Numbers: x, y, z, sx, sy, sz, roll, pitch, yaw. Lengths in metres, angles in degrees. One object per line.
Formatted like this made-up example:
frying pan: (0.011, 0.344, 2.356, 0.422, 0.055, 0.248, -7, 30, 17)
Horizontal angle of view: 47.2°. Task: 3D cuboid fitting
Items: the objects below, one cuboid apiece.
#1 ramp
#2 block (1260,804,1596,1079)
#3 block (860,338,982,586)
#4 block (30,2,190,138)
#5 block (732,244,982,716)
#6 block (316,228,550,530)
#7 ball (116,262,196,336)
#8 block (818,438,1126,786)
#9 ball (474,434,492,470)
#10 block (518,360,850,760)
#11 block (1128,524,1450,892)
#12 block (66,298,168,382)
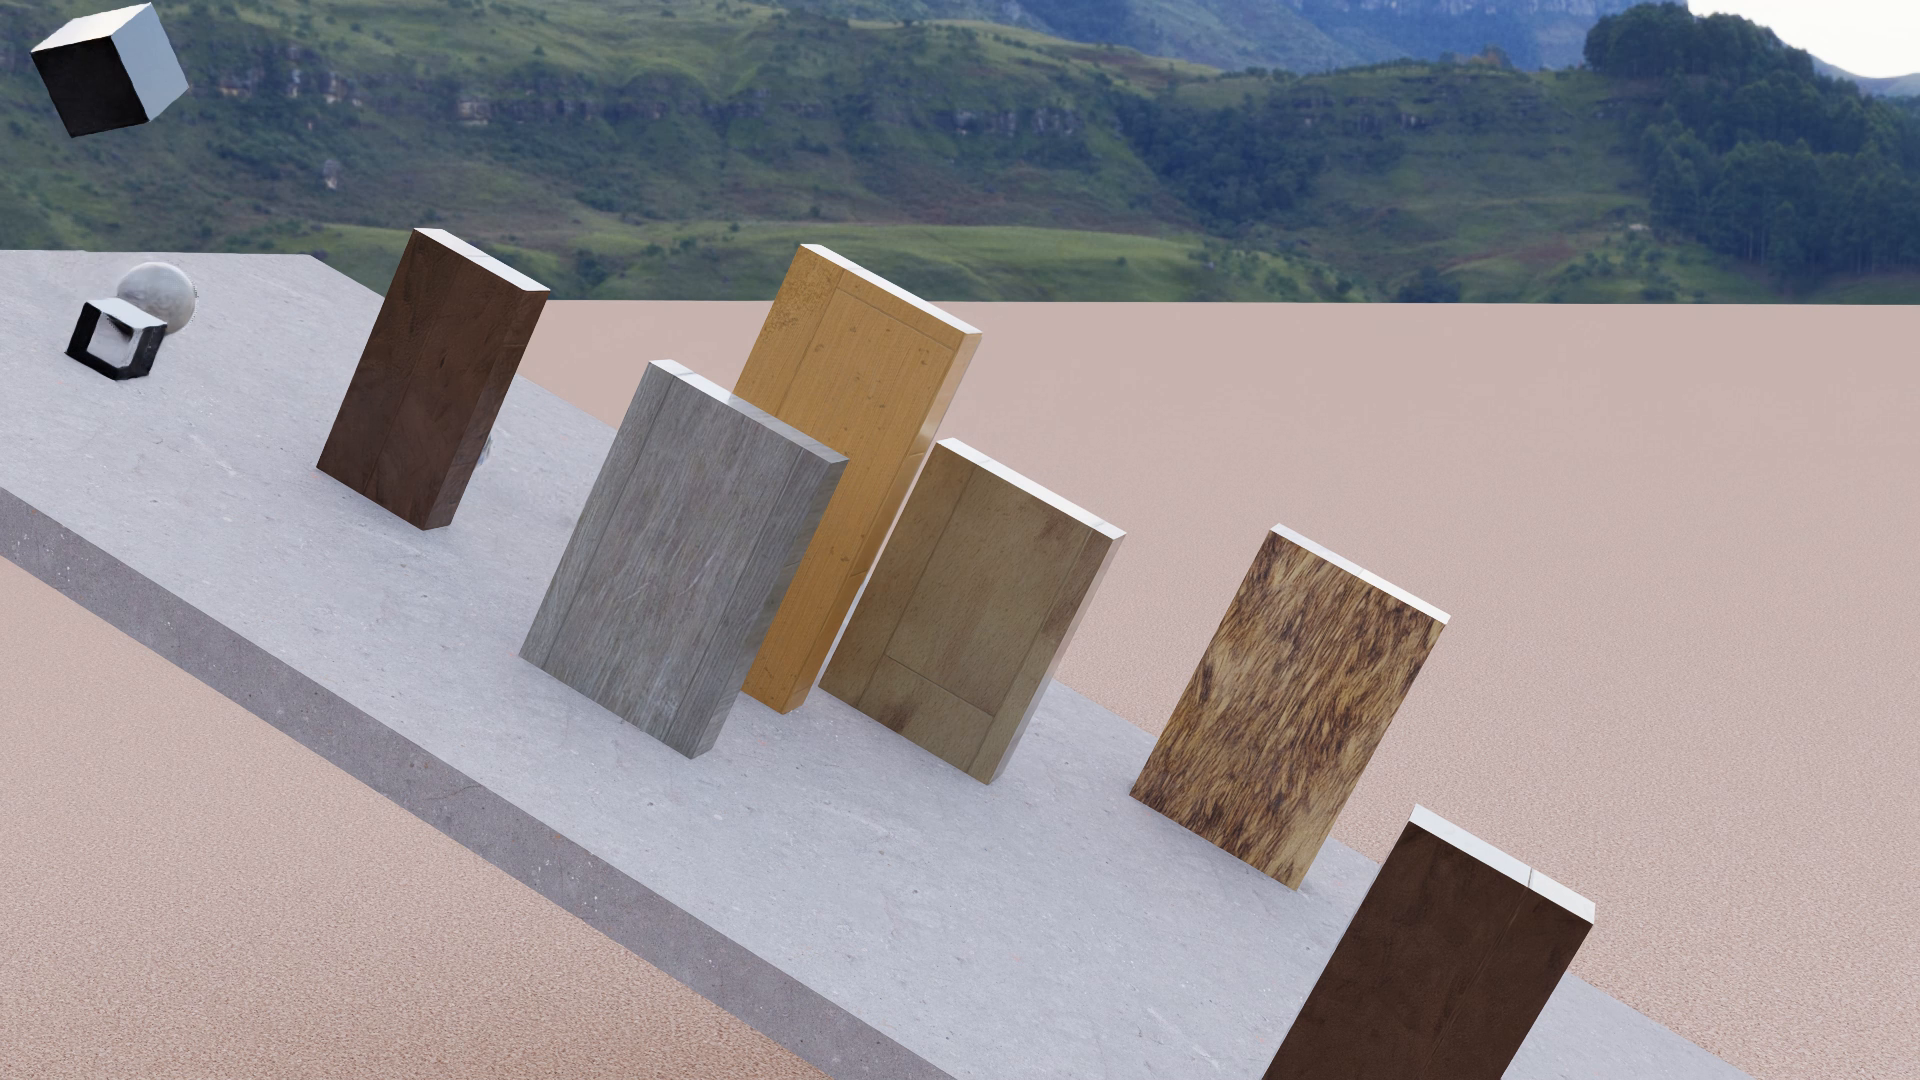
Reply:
ramp: (-0.238, 0.399, 4.156, 4.000, 0.100, 2.000, 29, 14, 12)
block: (0.592, 0.704, 3.019, 0.269, 0.625, 0.099, 29, 14, 12)
block: (-0.244, -0.246, 4.954, 0.327, 0.640, 0.128, 29, 14, 12)
block: (-1.541, -0.853, 3.993, 0.166, 0.166, 0.166, -7, 32, 14)
block: (-0.292, -0.109, 4.053, 0.350, 0.789, 0.102, 29, 14, 12)
block: (-0.985, -0.300, 4.106, 0.251, 0.498, 0.099, 29, 14, 12)
ball: (-1.602, -0.480, 4.383, 0.150, 0.150, 0.150, 0, 7, 0)
block: (0.020, 0.136, 4.237, 0.387, 0.542, 0.108, 29, 14, 12)
ball: (-1.014, -0.199, 4.483, 0.119, 0.119, 0.119, 0, 7, 0)
block: (-0.468, 0.032, 3.689, 0.357, 0.564, 0.086, 29, 14, 12)
block: (0.668, 0.340, 4.481, 0.390, 0.629, 0.116, 29, 14, 12)
block: (-1.582, -0.377, 4.127, 0.110, 0.110, 0.110, 28, 14, 6)
